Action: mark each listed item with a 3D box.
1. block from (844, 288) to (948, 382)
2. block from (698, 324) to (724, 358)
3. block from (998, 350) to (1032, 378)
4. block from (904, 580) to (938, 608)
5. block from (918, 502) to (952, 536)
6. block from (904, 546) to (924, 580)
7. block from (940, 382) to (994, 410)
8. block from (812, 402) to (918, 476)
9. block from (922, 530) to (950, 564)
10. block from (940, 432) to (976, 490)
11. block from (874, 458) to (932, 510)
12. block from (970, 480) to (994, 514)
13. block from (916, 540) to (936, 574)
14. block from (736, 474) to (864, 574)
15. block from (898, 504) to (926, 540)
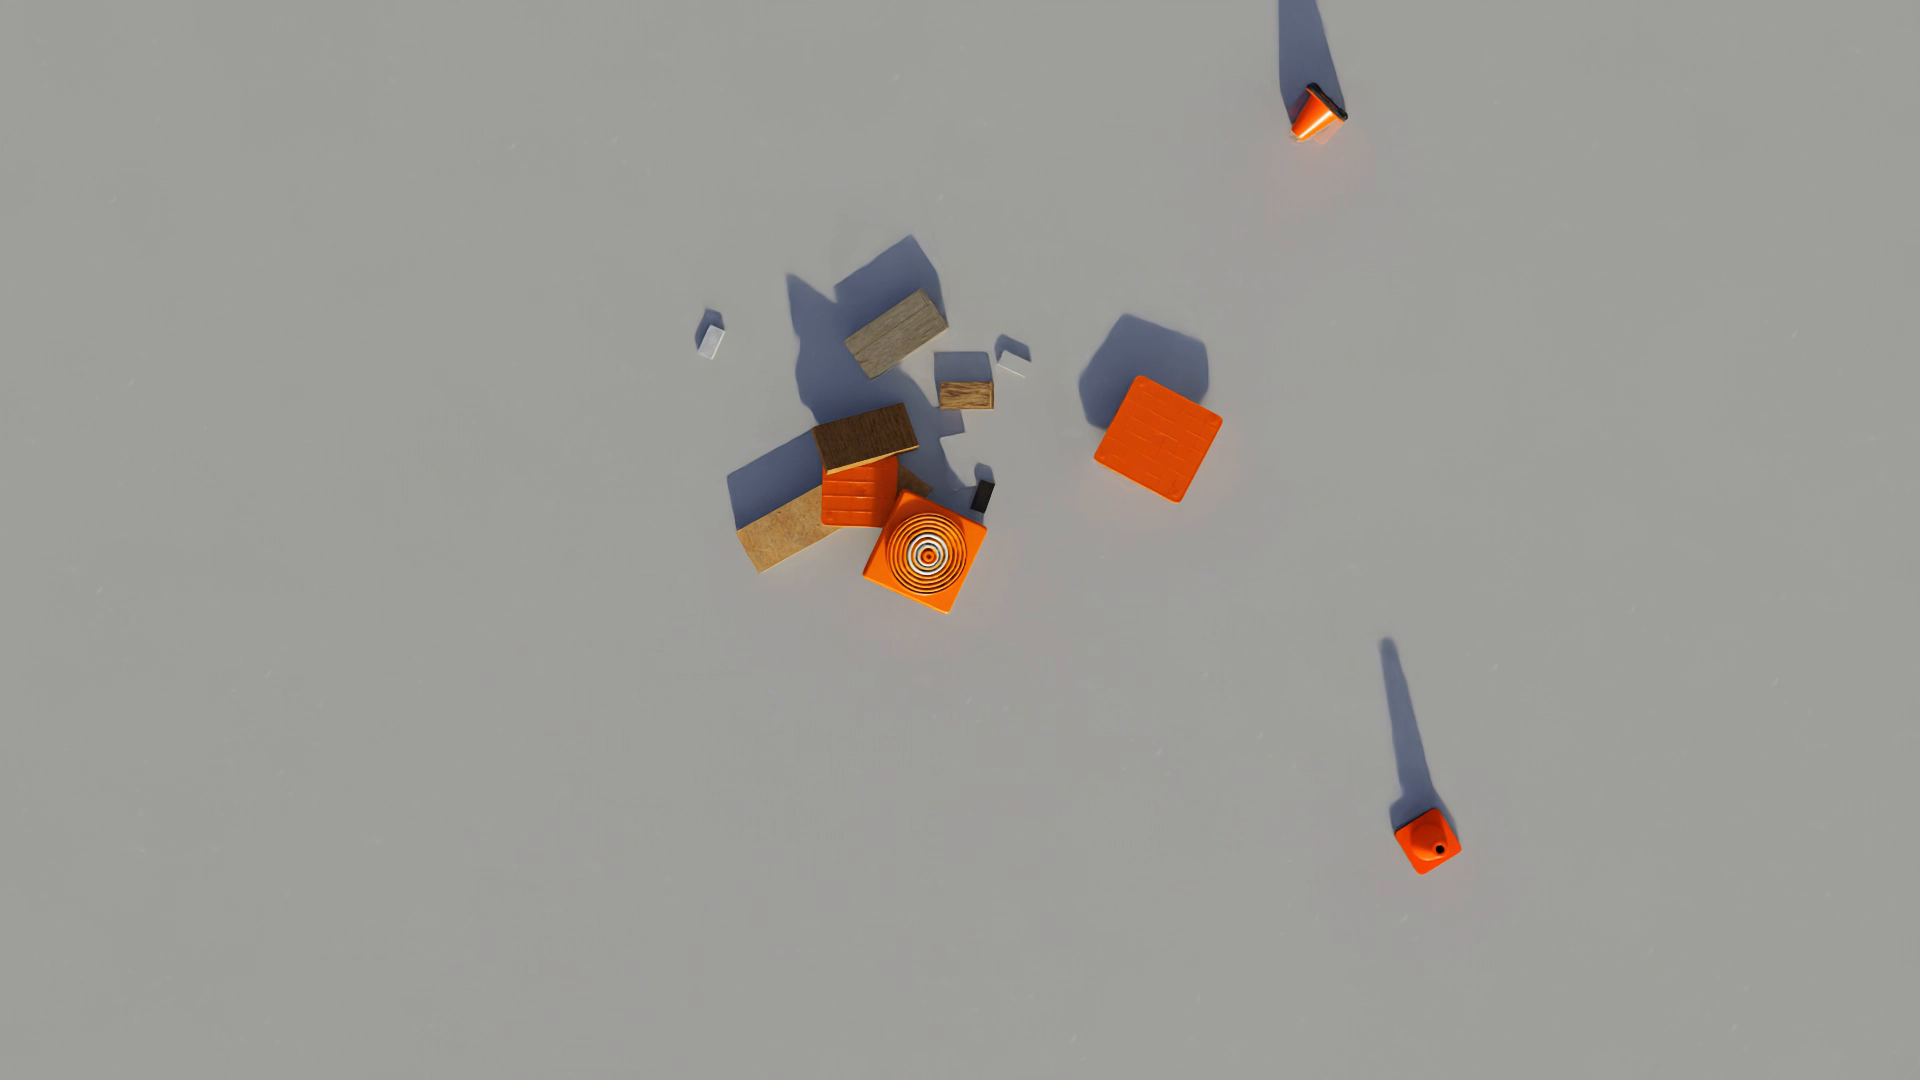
[{"bbox_3d":[-0.212,-0.682,5.478,0.315,0.045,0.158,-34,90,0],"label":"block"},{"bbox_3d":[-0.829,-0.660,5.493,0.052,0.015,0.103,25,90,0],"label":"block"},{"bbox_3d":[0.182,-0.587,5.493,0.103,0.015,0.052,25,90,0],"label":"block"},{"bbox_3d":[-0.130,0.174,5.492,0.106,0.015,0.053,35,90,0],"label":"block"},{"bbox_3d":[-0.086,-0.070,5.492,0.109,0.015,0.054,44,90,0],"label":"block"},{"bbox_3d":[-0.154,0.076,5.465,0.053,0.015,0.106,5,102,-13],"label":"block"},{"bbox_3d":[0.024,-0.480,5.487,0.179,0.025,0.090,0,90,0],"label":"block"},{"bbox_3d":[-0.312,-0.334,5.422,0.315,0.045,0.158,-16,77,-14],"label":"block"},{"bbox_3d":[-0.081,0.025,5.484,0.054,0.015,0.109,-22,94,10],"label":"block"},{"bbox_3d":[-0.007,-0.261,5.487,0.090,0.025,0.179,-12,90,0],"label":"block"},{"bbox_3d":[-0.190,-0.189,5.487,0.179,0.025,0.090,37,90,0],"label":"block"},{"bbox_3d":[0.075,-0.145,5.493,0.052,0.015,0.104,19,90,0],"label":"block"},{"bbox_3d":[-0.111,0.057,5.478,0.053,0.015,0.106,-5,99,15],"label":"block"},{"bbox_3d":[-0.531,-0.054,5.478,0.398,0.045,0.158,-29,90,0],"label":"block"},{"bbox_3d":[-0.160,-0.059,5.479,0.054,0.015,0.109,-29,90,32],"label":"block"}]
